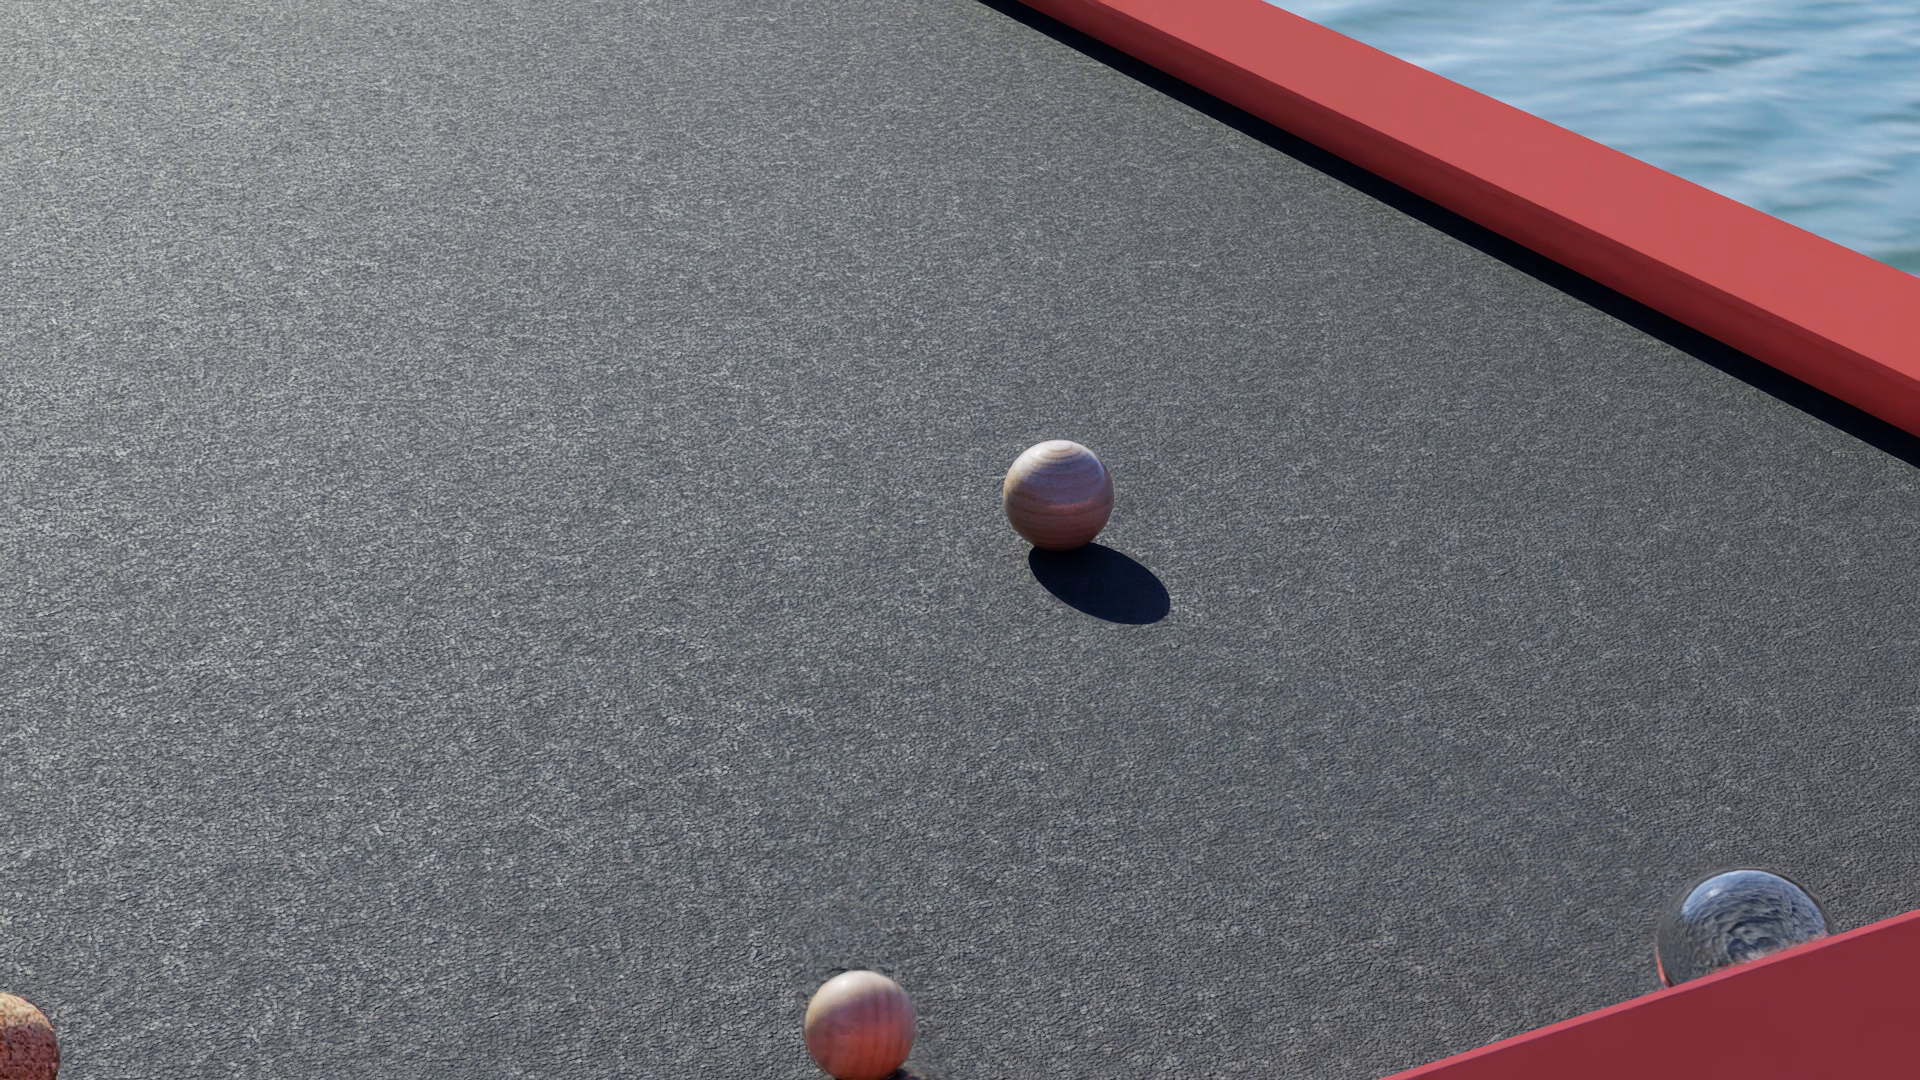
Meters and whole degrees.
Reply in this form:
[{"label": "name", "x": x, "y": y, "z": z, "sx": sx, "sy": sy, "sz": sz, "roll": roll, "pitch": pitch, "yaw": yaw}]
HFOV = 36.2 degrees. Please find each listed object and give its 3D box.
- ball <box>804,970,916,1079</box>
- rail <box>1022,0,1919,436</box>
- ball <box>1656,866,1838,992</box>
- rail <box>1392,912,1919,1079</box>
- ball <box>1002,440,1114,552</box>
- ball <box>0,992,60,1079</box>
[{"label": "ball", "x": -0.053, "y": 0.260, "z": 1.571, "sx": 0.060, "sy": 0.060, "sz": 0.060, "roll": 0, "pitch": 25, "yaw": 0}, {"label": "rail", "x": 0.360, "y": -0.470, "z": 3.069, "sx": 0.045, "sy": 0.127, "sz": 3.168, "roll": -12, "pitch": 27, "yaw": -24}, {"label": "ball", "x": 0.428, "y": 0.227, "z": 1.598, "sx": 0.098, "sy": 0.098, "sz": 0.098, "roll": 0, "pitch": 25, "yaw": 0}, {"label": "rail", "x": 0.346, "y": 0.266, "z": 1.477, "sx": 1.651, "sy": 0.127, "sz": 0.045, "roll": -12, "pitch": 27, "yaw": -24}, {"label": "ball", "x": 0.073, "y": -0.033, "z": 2.178, "sx": 0.083, "sy": 0.083, "sz": 0.083, "roll": 0, "pitch": 25, "yaw": 0}, {"label": "ball", "x": -0.506, "y": 0.272, "z": 1.531, "sx": 0.072, "sy": 0.072, "sz": 0.072, "roll": 0, "pitch": 25, "yaw": 0}]
